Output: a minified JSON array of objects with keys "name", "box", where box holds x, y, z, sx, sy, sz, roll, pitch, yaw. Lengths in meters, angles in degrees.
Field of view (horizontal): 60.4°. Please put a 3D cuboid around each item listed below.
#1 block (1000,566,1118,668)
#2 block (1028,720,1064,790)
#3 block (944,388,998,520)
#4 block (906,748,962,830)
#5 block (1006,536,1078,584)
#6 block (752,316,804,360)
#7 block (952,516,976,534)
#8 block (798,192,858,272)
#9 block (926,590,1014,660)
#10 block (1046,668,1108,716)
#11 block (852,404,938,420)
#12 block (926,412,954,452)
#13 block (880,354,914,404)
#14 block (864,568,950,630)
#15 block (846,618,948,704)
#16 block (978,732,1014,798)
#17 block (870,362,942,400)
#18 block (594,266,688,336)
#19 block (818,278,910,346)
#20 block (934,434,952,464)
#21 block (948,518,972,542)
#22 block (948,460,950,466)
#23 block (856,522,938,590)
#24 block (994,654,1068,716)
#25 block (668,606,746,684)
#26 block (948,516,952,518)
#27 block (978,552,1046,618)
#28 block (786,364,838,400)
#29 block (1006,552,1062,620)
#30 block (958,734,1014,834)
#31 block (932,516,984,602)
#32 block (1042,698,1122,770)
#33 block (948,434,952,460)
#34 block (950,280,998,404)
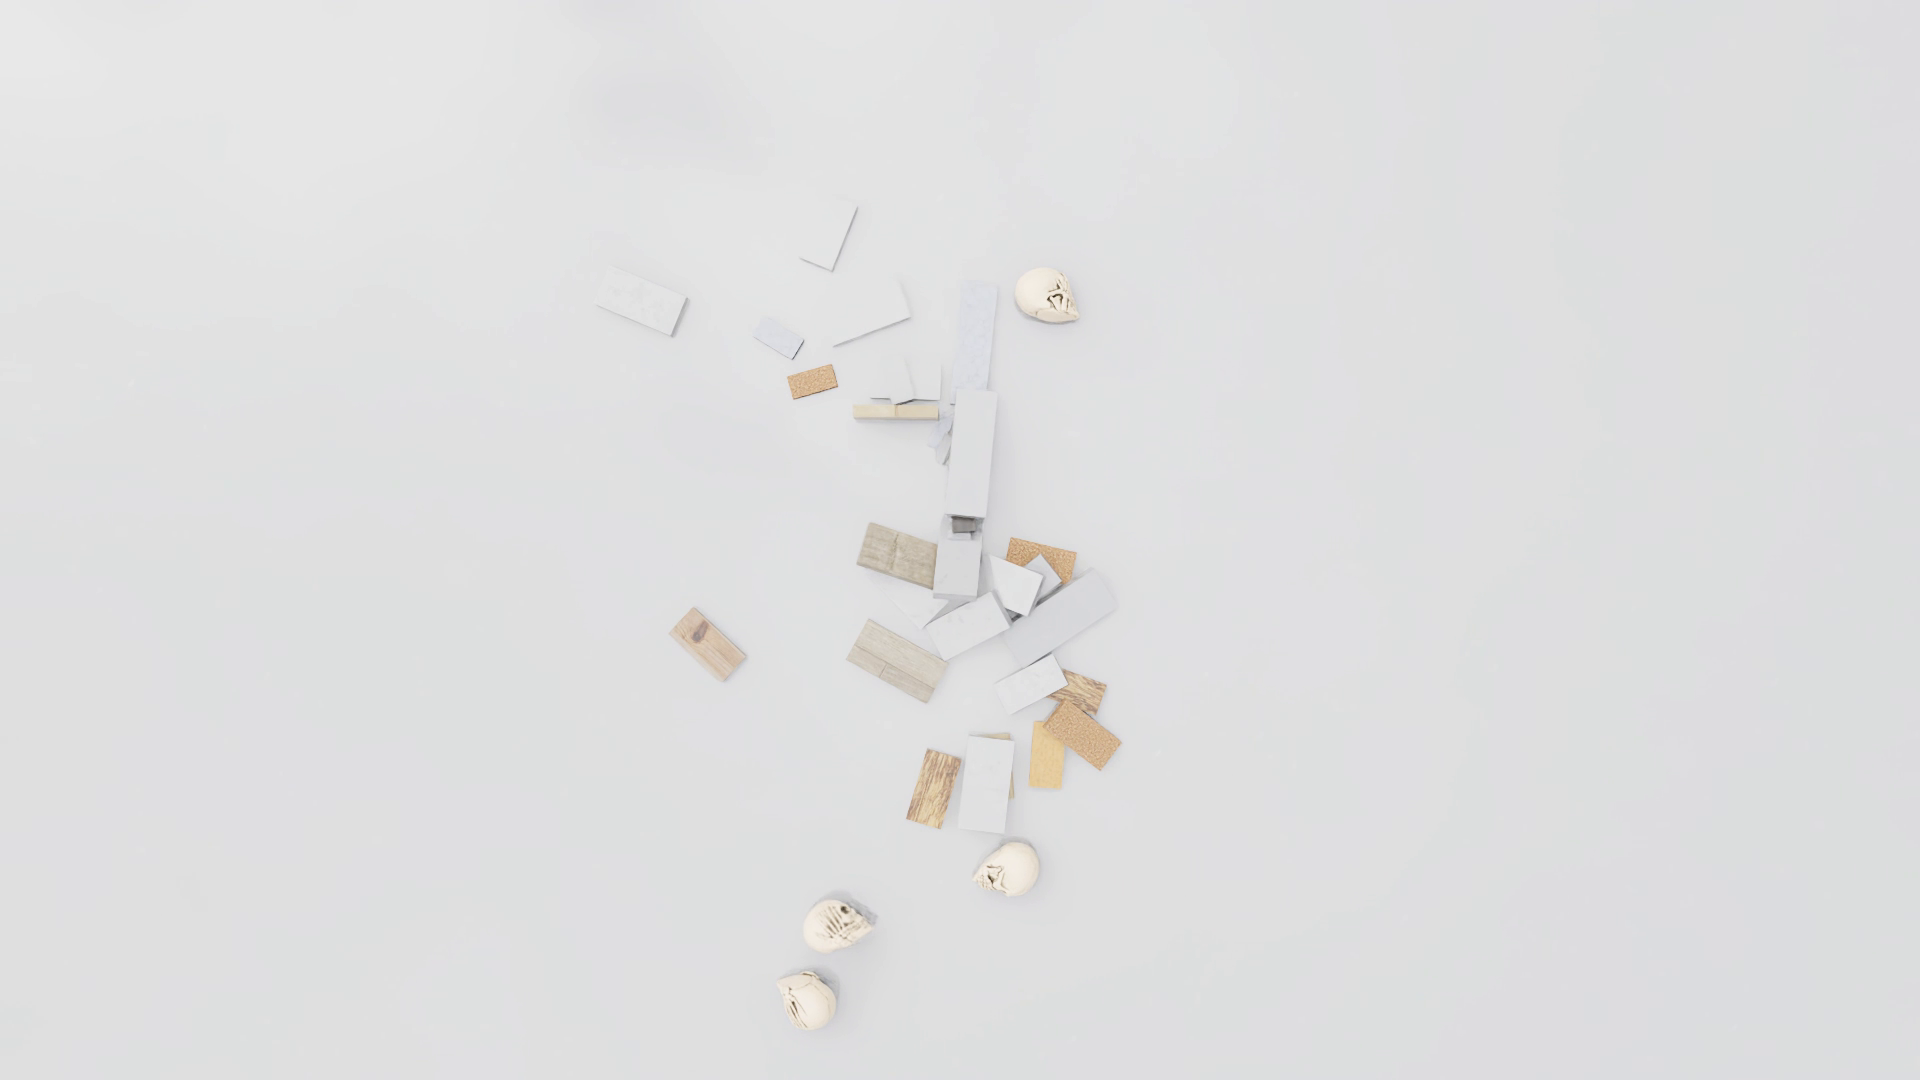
[{"name":"block","box":[0.323,0.257,5.461,0.375,0.043,0.153,-33,103,0]},{"name":"block","box":[0.291,0.714,5.485,0.108,0.031,0.216,5,90,0]},{"name":"block","box":[0.036,-0.284,5.409,0.134,0.038,0.422,6,80,-3]},{"name":"block","box":[-0.087,0.826,5.483,0.121,0.034,0.241,17,90,0]},{"name":"block","box":[0.266,0.071,5.484,0.225,0.032,0.113,13,90,0]},{"name":"block","box":[-0.605,-0.672,5.489,0.155,0.022,0.077,31,90,0]},{"name":"block","box":[0.009,-0.100,5.409,0.075,0.021,0.150,-3,78,-1]},{"name":"block","box":[-0.437,-1.025,5.483,0.117,0.033,0.233,22,90,0]},{"name":"block","box":[0.030,0.281,5.428,0.268,0.038,0.134,-29,90,24]},{"name":"block","box":[0.368,0.494,5.485,0.216,0.031,0.108,20,90,0]},{"name":"block","box":[-0.210,-0.419,5.431,0.277,0.139,0.039,1,90,0]},{"name":"block","box":[-0.063,-0.362,5.493,0.048,0.014,0.127,30,90,0]},{"name":"block","box":[-0.208,-0.532,5.456,0.077,0.022,0.155,-16,90,0]},{"name":"block","box":[-0.176,0.155,5.481,0.134,0.038,0.268,-44,90,0]},{"name":"block","box":[-0.208,0.403,5.478,0.306,0.043,0.153,29,90,0]},{"name":"block","box":[0.119,0.754,5.485,0.108,0.031,0.216,-4,90,0]},{"name":"block","box":[-0.181,-0.527,5.483,0.233,0.033,0.117,2,90,0]},{"name":"block","box":[-1.060,-0.794,5.480,0.277,0.039,0.139,23,90,0]},{"name":"block","box":[-0.317,-0.756,5.480,0.277,0.039,0.139,-21,90,0]},{"name":"block","box":[-0.049,-0.302,5.471,0.014,0.048,0.095,16,99,-43]},{"name":"block","box":[0.002,-0.068,5.445,0.075,0.021,0.150,3,60,2]},{"name":"block","box":[0.005,-0.293,5.457,0.061,0.017,0.122,16,75,4]},{"name":"block","box":[-0.186,0.056,5.439,0.285,0.040,0.143,19,73,-9]},{"name":"block","box":[0.236,0.479,5.458,0.225,0.032,0.112,-28,80,9]},{"name":"block","box":[-0.839,0.348,5.483,0.241,0.034,0.121,43,90,0]},{"name":"block","box":[-0.002,-0.147,5.458,0.075,0.021,0.150,0,65,0]},{"name":"block","box":[0.127,0.136,5.430,0.285,0.040,0.143,22,90,21]},{"name":"block","box":[-0.491,-0.527,5.489,0.155,0.022,0.077,-16,90,0]},{"name":"block","box":[0.214,0.156,5.458,0.225,0.032,0.113,-38,95,11]},{"name":"block","box":[0.087,0.806,5.448,0.153,0.043,0.306,7,90,0]},{"name":"block","box":[-0.004,0.062,5.405,0.143,0.040,0.285,4,60,3]},{"name":"block","box":[0.405,0.644,5.459,0.241,0.034,0.121,38,87,-10]},{"name":"block","box":[-0.007,-0.293,5.475,0.061,0.017,0.122,1,74,0]},{"name":"block","box":[0.046,-0.650,5.483,0.117,0.033,0.410,6,90,0]}]
